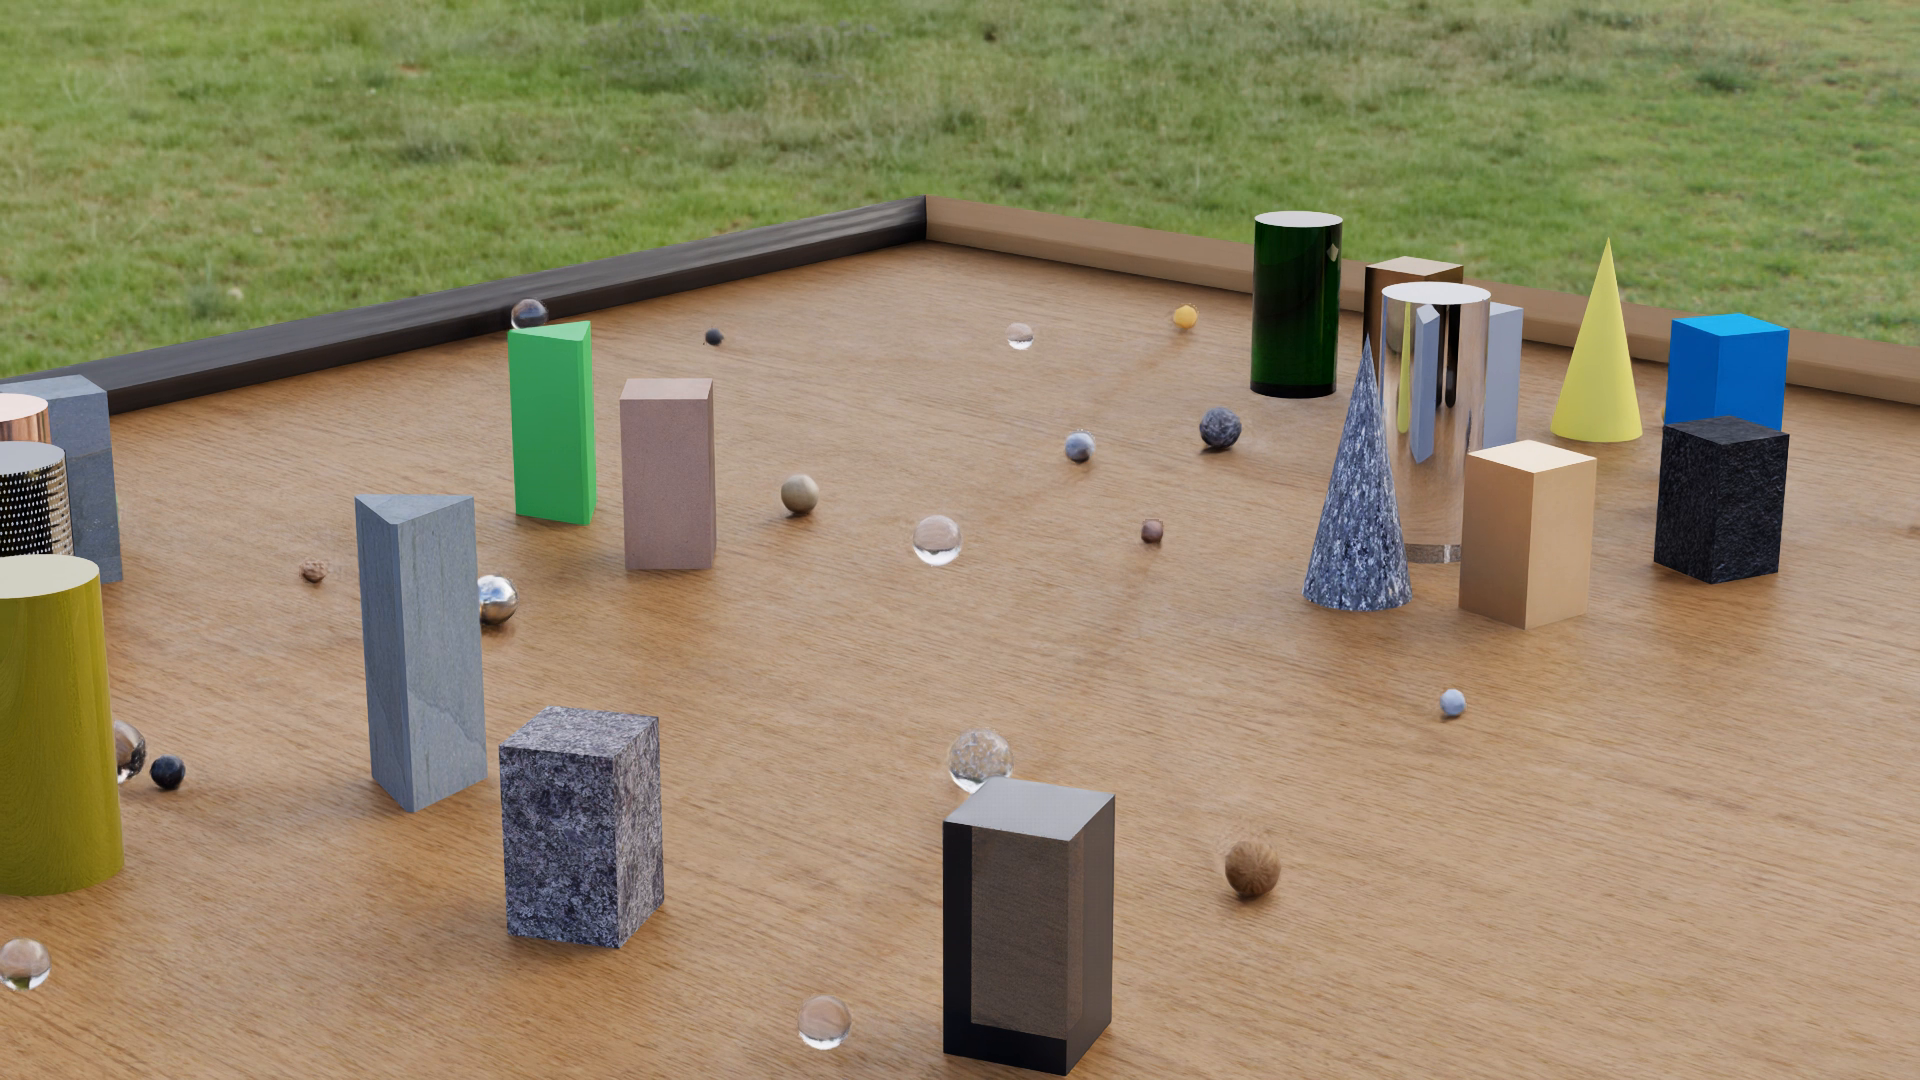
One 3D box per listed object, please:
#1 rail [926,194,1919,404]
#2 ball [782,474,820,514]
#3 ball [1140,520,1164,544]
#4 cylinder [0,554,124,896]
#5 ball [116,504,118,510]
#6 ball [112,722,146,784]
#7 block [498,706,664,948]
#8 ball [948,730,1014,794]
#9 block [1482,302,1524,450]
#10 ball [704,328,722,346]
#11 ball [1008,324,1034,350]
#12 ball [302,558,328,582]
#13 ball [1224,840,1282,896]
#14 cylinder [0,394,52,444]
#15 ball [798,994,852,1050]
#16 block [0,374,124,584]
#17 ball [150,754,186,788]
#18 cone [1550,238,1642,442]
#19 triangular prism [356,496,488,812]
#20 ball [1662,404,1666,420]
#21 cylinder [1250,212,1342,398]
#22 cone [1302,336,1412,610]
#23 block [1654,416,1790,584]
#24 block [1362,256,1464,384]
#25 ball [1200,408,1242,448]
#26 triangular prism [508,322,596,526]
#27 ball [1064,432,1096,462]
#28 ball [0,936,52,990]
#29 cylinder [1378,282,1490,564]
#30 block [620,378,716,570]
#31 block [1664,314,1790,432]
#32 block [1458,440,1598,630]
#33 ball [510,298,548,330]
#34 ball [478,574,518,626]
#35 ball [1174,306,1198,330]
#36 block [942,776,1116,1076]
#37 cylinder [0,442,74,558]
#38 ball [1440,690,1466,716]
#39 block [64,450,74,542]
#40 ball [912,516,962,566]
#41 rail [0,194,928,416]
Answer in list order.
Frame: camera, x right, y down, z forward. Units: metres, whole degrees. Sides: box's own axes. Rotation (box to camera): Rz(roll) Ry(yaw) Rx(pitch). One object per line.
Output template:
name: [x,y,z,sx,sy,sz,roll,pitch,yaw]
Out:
rail: [1.555,-0.486,6.835,4.416,0.125,0.045,14,22,39]
ball: [-0.304,-0.087,5.605,0.075,0.075,0.075,0,17,0]
ball: [0.355,-0.014,5.417,0.043,0.043,0.043,0,17,0]
cylinder: [-1.232,0.245,3.914,0.193,0.414,0.193,0,17,0]
ball: [-1.627,-0.063,5.487,0.097,0.097,0.097,0,17,0]
ball: [-1.230,0.309,4.265,0.091,0.091,0.091,0,17,0]
block: [-0.485,0.368,3.779,0.155,0.259,0.155,5,17,15]
ball: [0.030,0.320,4.223,0.094,0.094,0.094,0,17,0]
block: [1.047,-0.339,6.066,0.155,0.290,0.155,-14,22,-39]
ball: [-0.586,-0.483,6.971,0.043,0.043,0.043,0,17,0]
ball: [0.143,-0.482,6.932,0.063,0.063,0.063,0,17,0]
ball: [-1.143,0.053,5.192,0.044,0.044,0.044,0,17,0]
ball: [0.387,0.434,3.878,0.075,0.075,0.075,0,17,0]
cylinder: [-1.506,0.018,4.585,0.193,0.462,0.193,0,17,0]
ball: [-0.160,0.568,3.453,0.064,0.064,0.064,0,17,0]
block: [-1.593,-0.100,5.179,0.155,0.345,0.155,-11,20,-31]
ball: [-1.147,0.336,4.247,0.050,0.050,0.050,0,17,0]
cone: [1.348,-0.432,6.154,0.193,0.417,0.193,0,17,0]
triangular prism: [-0.798,0.151,4.204,0.145,0.427,0.167,10,19,30]
ball: [1.521,-0.268,6.224,0.064,0.064,0.064,0,17,0]
cylinder: [0.746,-0.524,6.516,0.193,0.384,0.193,0,17,0]
cone: [0.695,-0.130,5.066,0.193,0.469,0.193,0,17,0]
block: [1.361,-0.074,5.247,0.155,0.256,0.155,-9,19,-26]
block: [1.001,-0.467,6.496,0.155,0.286,0.155,15,22,40]
ball: [0.538,-0.231,6.063,0.085,0.085,0.085,0,17,0]
triangular prism: [-0.743,-0.229,5.586,0.167,0.357,0.145,9,19,27]
ball: [0.243,-0.188,5.961,0.062,0.062,0.062,0,17,0]
ball: [-1.151,0.521,3.605,0.066,0.066,0.066,0,17,0]
cylinder: [0.854,-0.214,5.327,0.193,0.478,0.193,0,17,0]
block: [-0.526,-0.121,5.301,0.155,0.314,0.155,0,17,-1]
block: [1.454,-0.233,5.587,0.155,0.364,0.155,-6,18,-20]
block: [0.968,-0.011,5.006,0.155,0.275,0.155,-12,21,-35]
ball: [-1.040,-0.538,7.076,0.088,0.088,0.088,0,17,0]
ball: [-0.791,0.102,4.959,0.086,0.086,0.086,0,17,0]
ball: [0.549,-0.542,7.141,0.057,0.057,0.057,0,17,0]
block: [0.081,0.451,3.444,0.155,0.293,0.155,7,18,22]
cylinder: [-1.392,0.104,4.295,0.193,0.464,0.193,0,17,0]
ball: [0.763,0.252,4.542,0.040,0.040,0.040,0,17,0]
block: [-1.608,0.000,4.946,0.155,0.288,0.155,5,17,16]
ball: [-0.040,0.000,5.286,0.091,0.091,0.091,0,17,0]
rail: [-1.649,-0.382,6.491,0.045,0.125,4.792,14,22,39]
